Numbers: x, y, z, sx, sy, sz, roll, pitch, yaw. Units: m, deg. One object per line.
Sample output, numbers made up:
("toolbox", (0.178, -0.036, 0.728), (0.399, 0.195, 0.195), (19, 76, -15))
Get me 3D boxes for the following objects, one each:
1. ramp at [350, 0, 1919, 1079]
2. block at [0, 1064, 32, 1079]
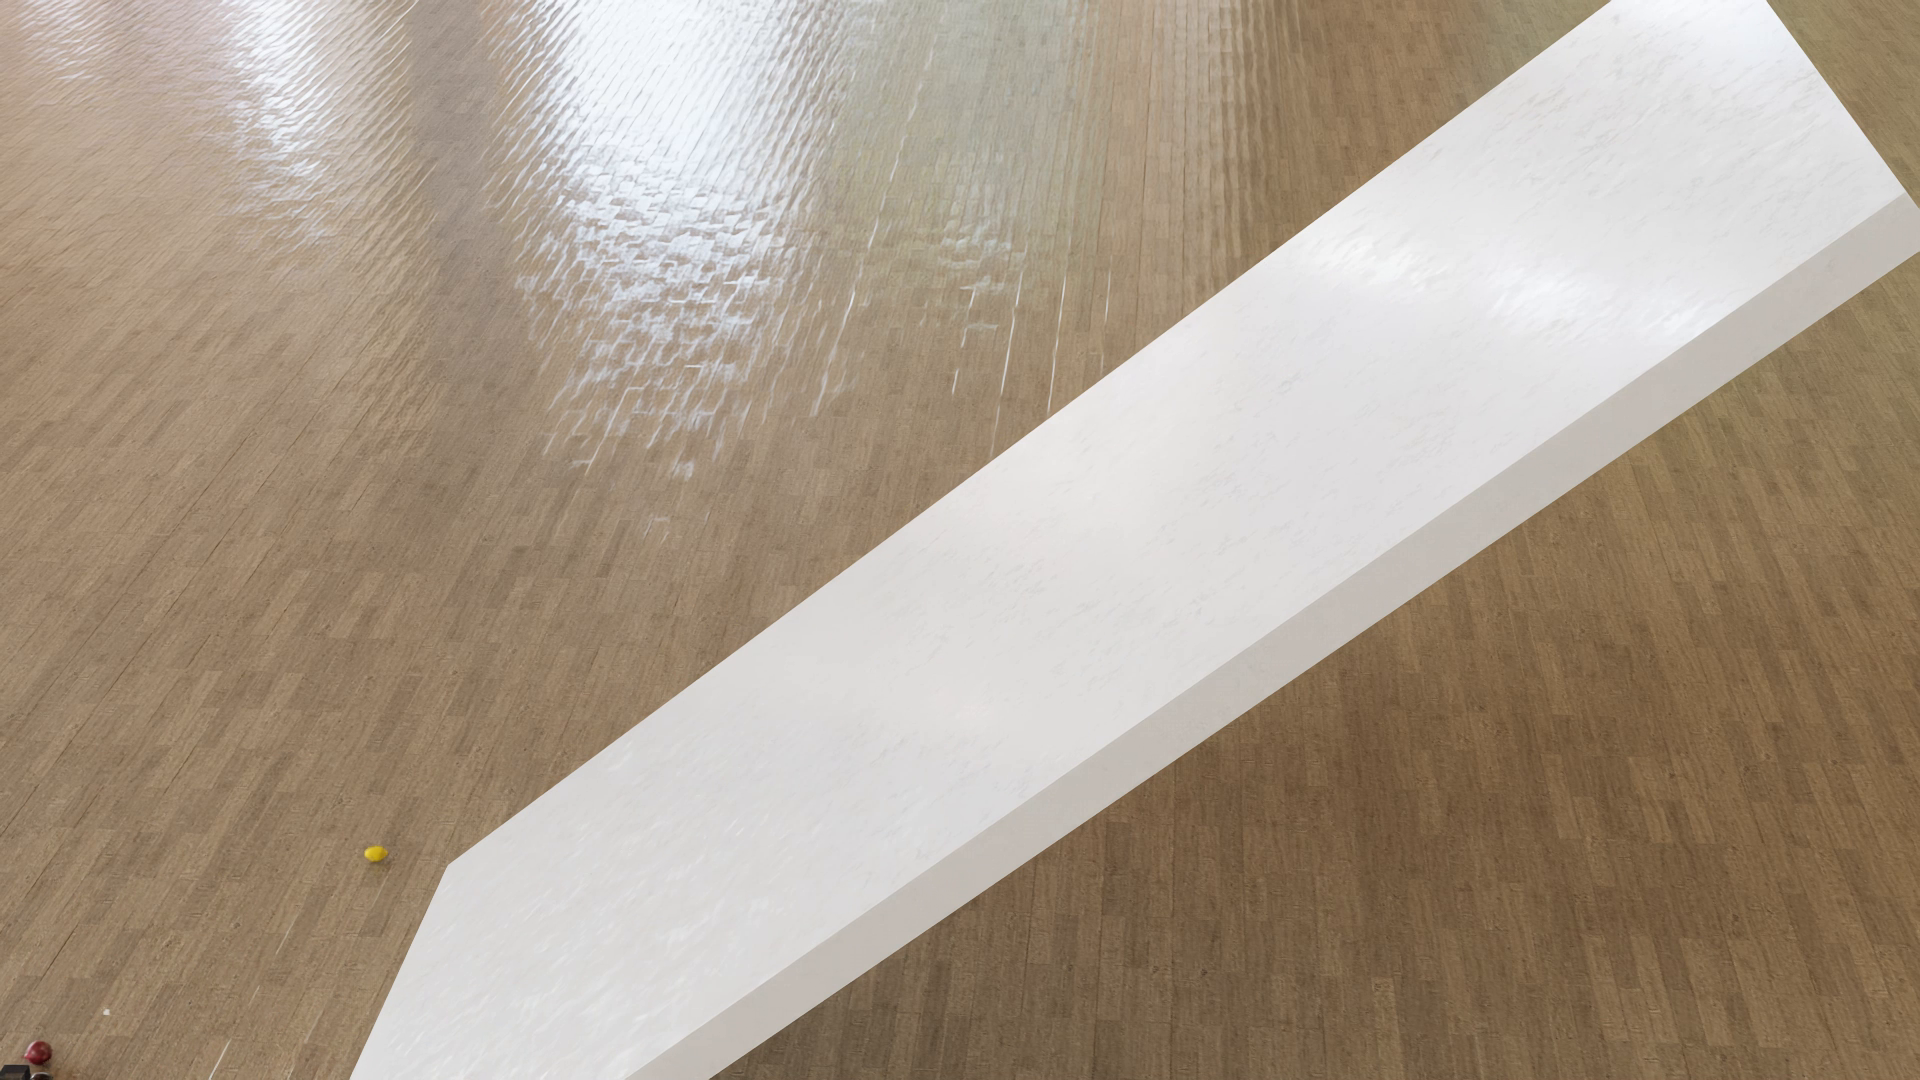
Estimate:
("ramp", (0.118, 0.187, 6.346), (4.000, 0.100, 2.000), (-36, 16, 18))
("block", (-2.260, 1.296, 7.028), (0.060, 0.060, 0.060), (1, 24, 2))
